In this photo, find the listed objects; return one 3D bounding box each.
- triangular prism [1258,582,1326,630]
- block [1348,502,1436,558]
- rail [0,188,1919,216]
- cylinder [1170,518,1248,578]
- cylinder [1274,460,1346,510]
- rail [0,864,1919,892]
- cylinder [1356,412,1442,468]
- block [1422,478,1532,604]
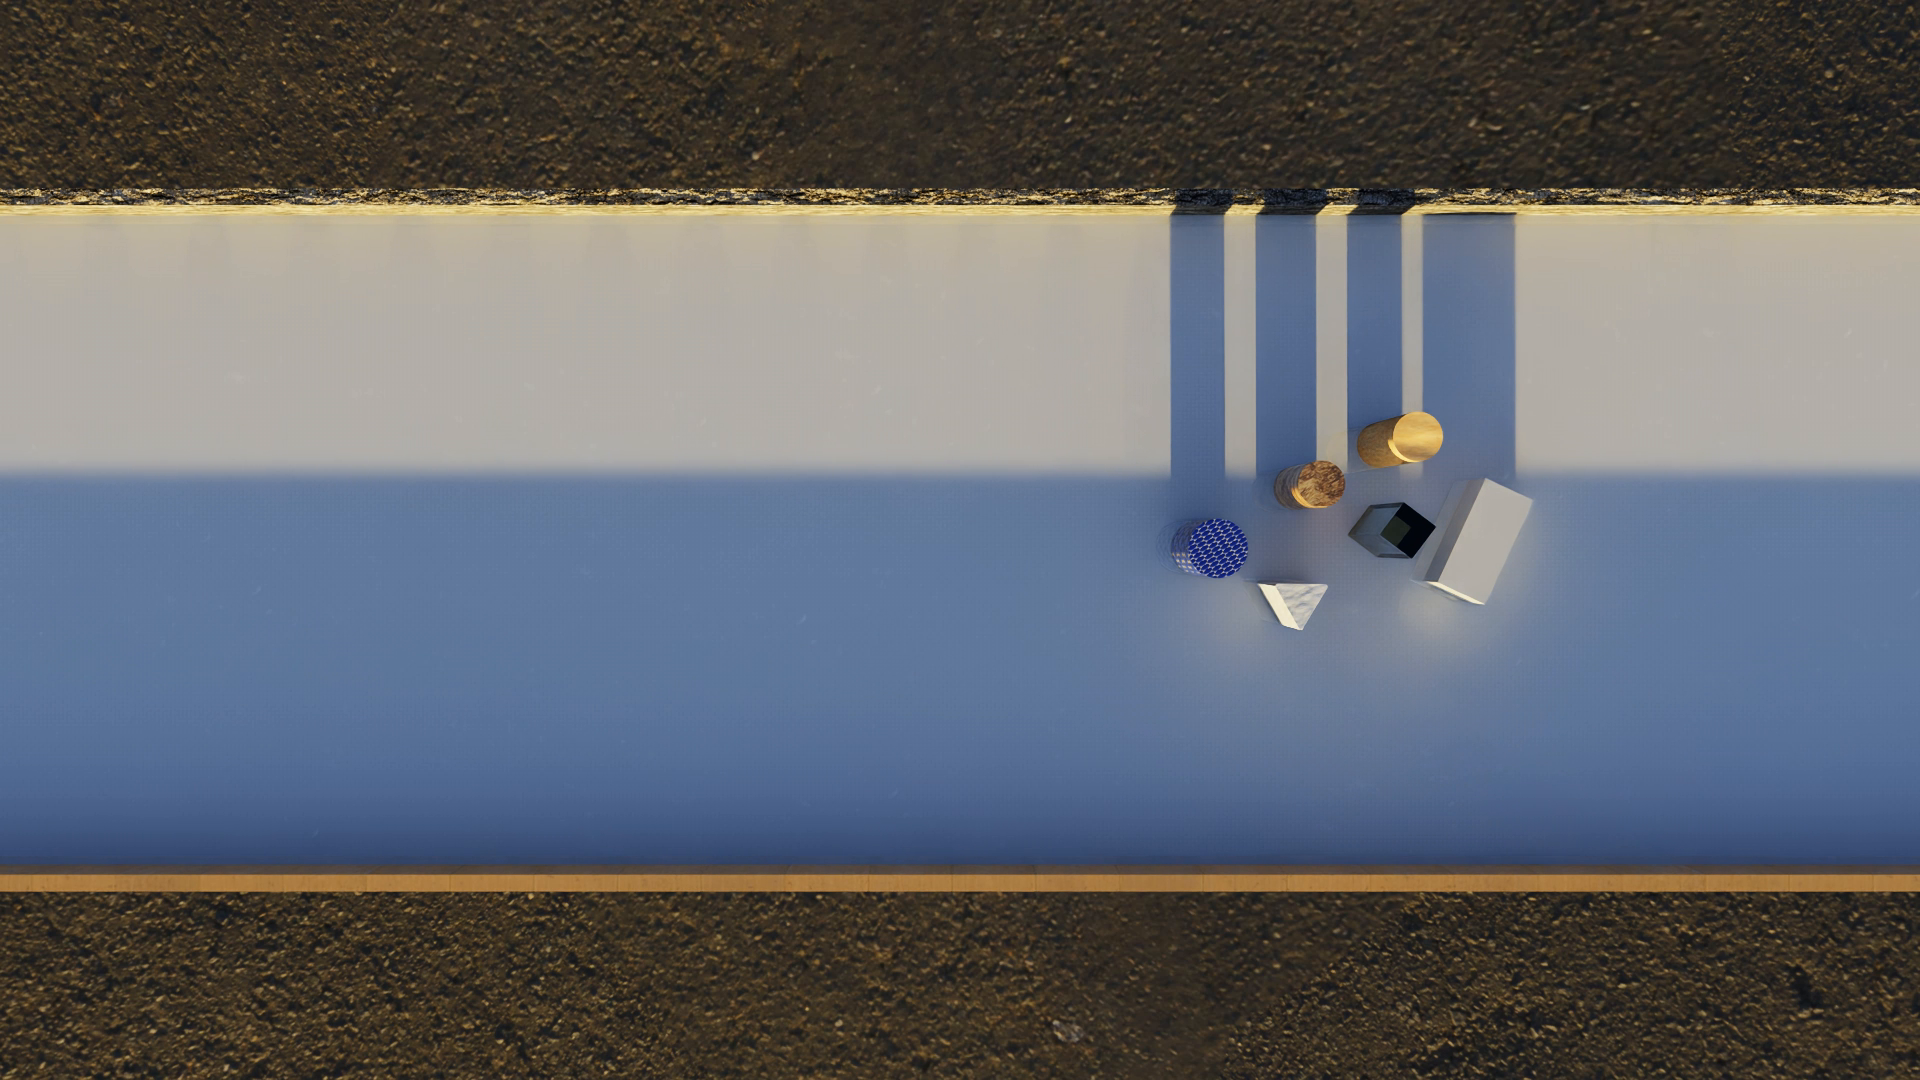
[{"bbox_3d":[0.970,0.162,4.926,0.130,0.301,0.150,31,90,0],"label":"triangular prism"},{"bbox_3d":[1.273,-0.027,4.881,0.115,0.391,0.115,37,90,0],"label":"block"},{"bbox_3d":[-2.247,-1.025,5.002,12.000,0.150,0.050,0,90,0],"label":"rail"},{"bbox_3d":[0.733,0.024,4.878,0.169,0.397,0.169,0,90,0],"label":"cylinder"},{"bbox_3d":[1.031,-0.160,4.889,0.135,0.374,0.135,0,90,0],"label":"cylinder"},{"bbox_3d":[-2.247,1.025,5.001,12.000,0.150,0.050,0,90,0],"label":"rail"},{"bbox_3d":[1.292,-0.292,4.864,0.141,0.424,0.141,0,90,0],"label":"cylinder"},{"bbox_3d":[1.567,0.004,4.998,0.156,0.156,0.343,25,90,0],"label":"block"}]
